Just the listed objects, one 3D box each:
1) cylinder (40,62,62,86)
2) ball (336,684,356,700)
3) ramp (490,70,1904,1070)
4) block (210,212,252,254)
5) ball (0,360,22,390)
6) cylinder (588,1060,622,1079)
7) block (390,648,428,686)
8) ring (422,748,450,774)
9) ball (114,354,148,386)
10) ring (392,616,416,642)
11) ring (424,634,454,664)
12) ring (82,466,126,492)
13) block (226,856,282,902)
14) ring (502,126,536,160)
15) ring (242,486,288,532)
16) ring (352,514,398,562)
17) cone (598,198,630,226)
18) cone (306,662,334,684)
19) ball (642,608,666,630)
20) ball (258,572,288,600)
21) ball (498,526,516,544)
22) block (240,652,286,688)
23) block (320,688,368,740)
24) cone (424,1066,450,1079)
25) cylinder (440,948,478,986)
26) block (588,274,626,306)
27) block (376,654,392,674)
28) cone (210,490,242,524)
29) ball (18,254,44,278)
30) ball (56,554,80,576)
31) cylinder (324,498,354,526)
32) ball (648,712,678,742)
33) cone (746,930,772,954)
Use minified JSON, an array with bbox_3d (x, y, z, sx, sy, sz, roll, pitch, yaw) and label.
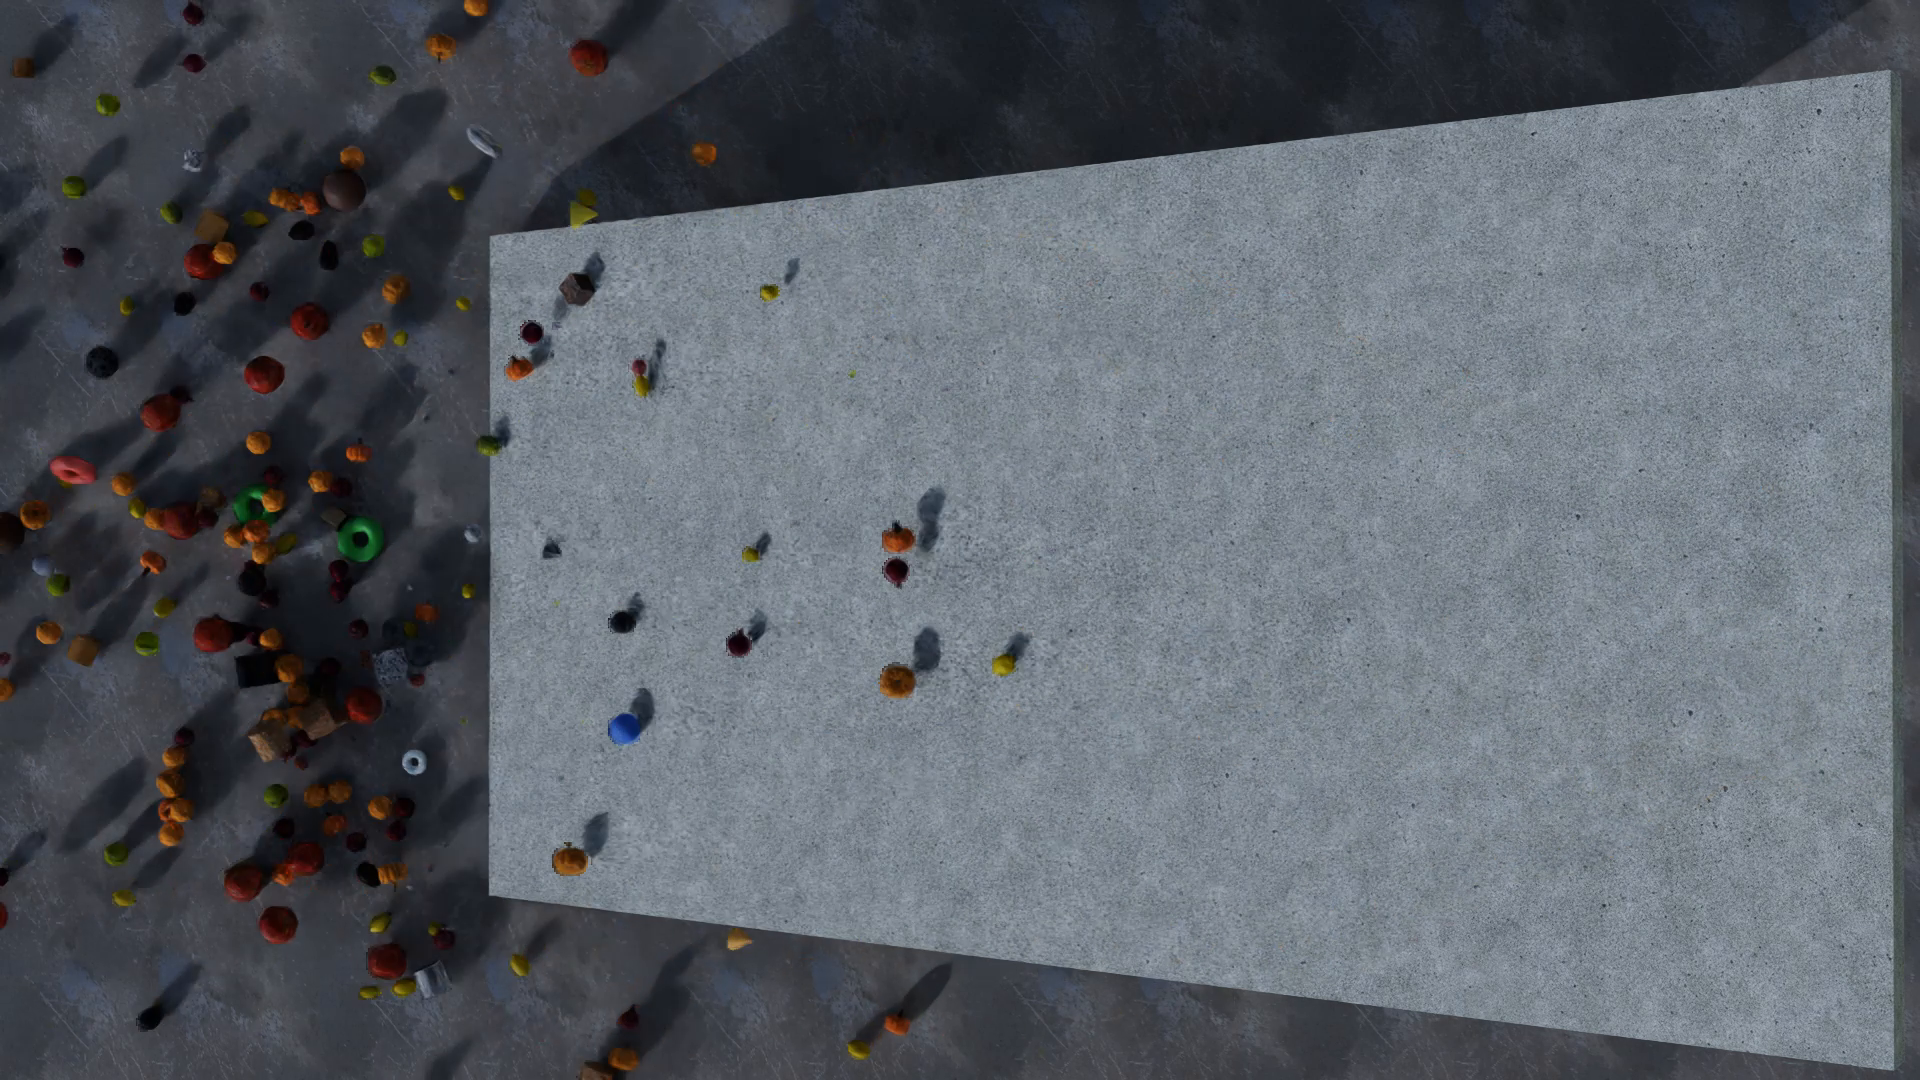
[{"bbox_3d":[-2.782,-1.425,6.729,0.058,0.058,0.058,14,92,0],"label":"cylinder"},{"bbox_3d":[-1.876,0.469,6.722,0.055,0.055,0.055,0,90,0],"label":"ball"},{"bbox_3d":[0.247,0.068,5.573,4.000,0.100,2.000,0,89,35],"label":"ramp"},{"bbox_3d":[-2.220,-0.934,6.697,0.080,0.080,0.080,24,104,-42],"label":"block"},{"bbox_3d":[-2.912,-0.501,6.711,0.092,0.092,0.092,0,90,0],"label":"ball"},{"bbox_3d":[-1.084,1.644,6.692,0.095,0.095,0.095,15,90,0],"label":"cylinder"},{"bbox_3d":[-1.668,0.385,6.662,0.093,0.093,0.093,-6,101,-20],"label":"block"},{"bbox_3d":[-1.604,0.679,6.731,0.081,0.027,0.081,0,92,-9],"label":"ring"},{"bbox_3d":[-2.530,-0.519,6.709,0.096,0.096,0.096,0,90,0],"label":"ball"},{"bbox_3d":[-1.705,0.272,6.738,0.077,0.026,0.077,0,89,0],"label":"ring"},{"bbox_3d":[-1.595,0.336,6.735,0.092,0.031,0.092,0,90,-1],"label":"ring"},{"bbox_3d":[-2.571,-0.184,6.603,0.135,0.135,0.045,19,73,0],"label":"ring"},{"bbox_3d":[-2.140,1.027,6.669,0.099,0.099,0.099,-15,99,39],"label":"block"},{"bbox_3d":[-1.268,-1.142,6.328,0.121,0.121,0.040,-43,119,0],"label":"ring"},{"bbox_3d":[-2.128,-0.096,6.730,0.144,0.048,0.144,0,91,0],"label":"ring"},{"bbox_3d":[-1.790,-0.007,6.728,0.146,0.049,0.146,0,87,3],"label":"ring"},{"bbox_3d":[-0.993,-0.943,6.360,0.080,0.080,0.080,7,90,10],"label":"cone"},{"bbox_3d":[-1.948,0.393,6.733,0.074,0.074,0.074,-25,90,-27],"label":"cone"},{"bbox_3d":[-0.868,0.224,6.242,0.066,0.066,0.066,0,90,0],"label":"ball"},{"bbox_3d":[-2.082,0.138,6.663,0.084,0.084,0.084,0,90,0],"label":"ball"},{"bbox_3d":[-1.359,-0.016,6.589,0.056,0.056,0.056,0,90,0],"label":"ball"},{"bbox_3d":[-2.125,0.396,6.702,0.096,0.096,0.096,-10,90,0],"label":"block"},{"bbox_3d":[-1.867,0.529,6.662,0.092,0.092,0.092,-33,62,-13],"label":"block"},{"bbox_3d":[-1.594,1.632,6.723,0.072,0.072,0.072,-13,90,-26],"label":"cone"},{"bbox_3d":[-1.525,1.299,6.698,0.087,0.087,0.087,-23,89,0],"label":"cylinder"},{"bbox_3d":[-1.022,-0.723,6.357,0.064,0.064,0.064,-40,68,28],"label":"block"},{"bbox_3d":[-1.746,0.379,6.723,0.054,0.054,0.054,-6,90,0],"label":"block"},{"bbox_3d":[-2.241,-0.085,6.666,0.095,0.095,0.095,9,55,0],"label":"cone"},{"bbox_3d":[-2.842,-0.837,6.724,0.070,0.070,0.070,0,90,0],"label":"ball"},{"bbox_3d":[-2.723,0.076,6.718,0.068,0.068,0.068,0,90,0],"label":"ball"},{"bbox_3d":[-1.898,-0.087,6.720,0.063,0.063,0.063,38,90,9],"label":"cylinder"},{"bbox_3d":[-0.837,0.526,6.206,0.085,0.085,0.085,0,90,0],"label":"ball"},{"bbox_3d":[-0.580,1.205,6.502,0.073,0.073,0.073,31,90,32],"label":"cone"}]
